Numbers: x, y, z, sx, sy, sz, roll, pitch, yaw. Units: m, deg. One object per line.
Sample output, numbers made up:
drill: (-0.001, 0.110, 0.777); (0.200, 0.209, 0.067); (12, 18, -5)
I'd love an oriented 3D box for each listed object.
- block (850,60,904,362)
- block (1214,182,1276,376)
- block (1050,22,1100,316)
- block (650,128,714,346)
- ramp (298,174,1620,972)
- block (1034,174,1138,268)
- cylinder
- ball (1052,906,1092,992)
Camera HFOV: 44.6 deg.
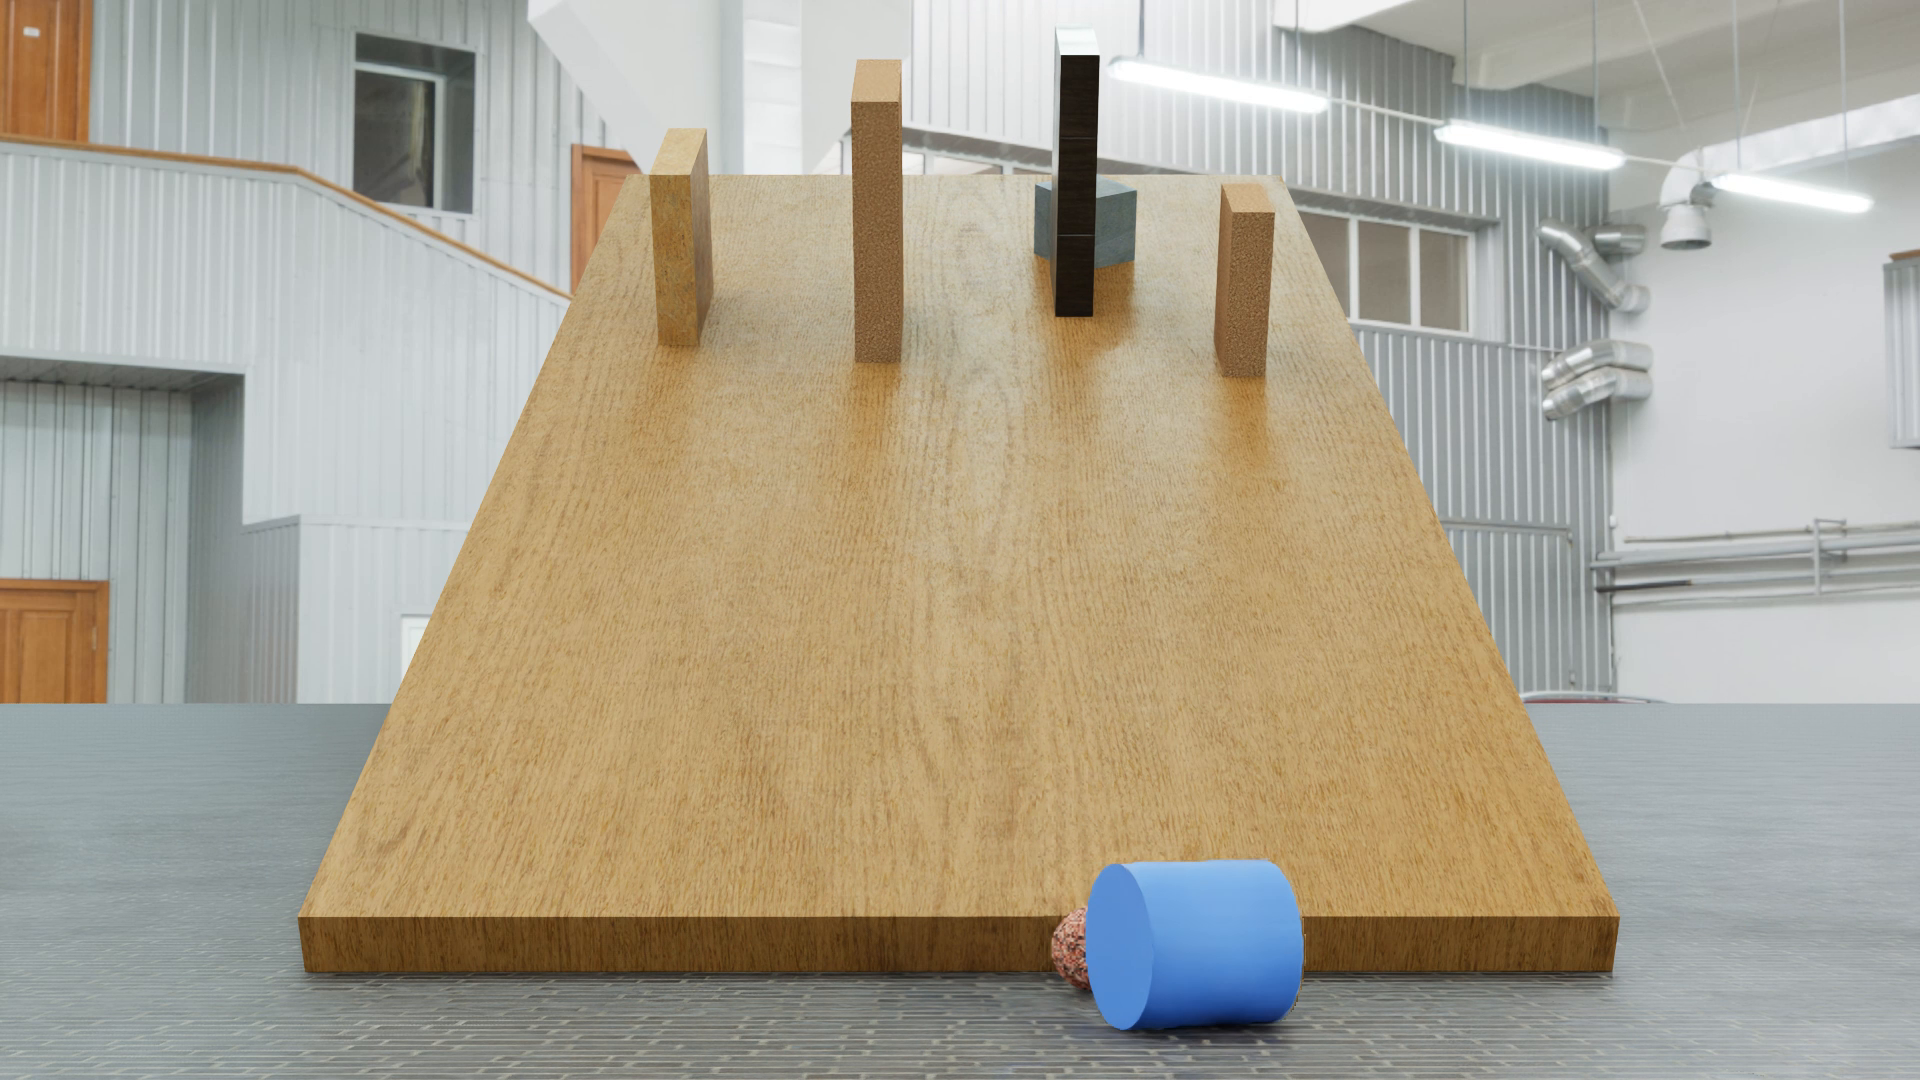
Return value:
block: (-0.199, -0.810, 5.739); (0.110, 0.644, 0.416); (0, 25, 0)
block: (0.682, -0.628, 5.632); (0.099, 0.408, 0.245); (0, 25, 0)
block: (0.292, -0.952, 6.008); (0.096, 0.675, 0.353); (0, 25, 0)
block: (-0.698, -0.769, 5.896); (0.098, 0.434, 0.425); (0, 25, 0)
ramp: (-0.009, -0.229, 5.373); (2.000, 0.100, 4.000); (0, 25, 0)
block: (0.341, -0.868, 6.394); (0.199, 0.199, 0.199); (-15, 29, -30)
cylinder: (0.297, 0.517, 3.000); (0.208, 0.208, 0.208); (1, -4, -20)
ball: (0.191, 0.584, 3.346); (0.121, 0.121, 0.121); (0, -4, 0)
